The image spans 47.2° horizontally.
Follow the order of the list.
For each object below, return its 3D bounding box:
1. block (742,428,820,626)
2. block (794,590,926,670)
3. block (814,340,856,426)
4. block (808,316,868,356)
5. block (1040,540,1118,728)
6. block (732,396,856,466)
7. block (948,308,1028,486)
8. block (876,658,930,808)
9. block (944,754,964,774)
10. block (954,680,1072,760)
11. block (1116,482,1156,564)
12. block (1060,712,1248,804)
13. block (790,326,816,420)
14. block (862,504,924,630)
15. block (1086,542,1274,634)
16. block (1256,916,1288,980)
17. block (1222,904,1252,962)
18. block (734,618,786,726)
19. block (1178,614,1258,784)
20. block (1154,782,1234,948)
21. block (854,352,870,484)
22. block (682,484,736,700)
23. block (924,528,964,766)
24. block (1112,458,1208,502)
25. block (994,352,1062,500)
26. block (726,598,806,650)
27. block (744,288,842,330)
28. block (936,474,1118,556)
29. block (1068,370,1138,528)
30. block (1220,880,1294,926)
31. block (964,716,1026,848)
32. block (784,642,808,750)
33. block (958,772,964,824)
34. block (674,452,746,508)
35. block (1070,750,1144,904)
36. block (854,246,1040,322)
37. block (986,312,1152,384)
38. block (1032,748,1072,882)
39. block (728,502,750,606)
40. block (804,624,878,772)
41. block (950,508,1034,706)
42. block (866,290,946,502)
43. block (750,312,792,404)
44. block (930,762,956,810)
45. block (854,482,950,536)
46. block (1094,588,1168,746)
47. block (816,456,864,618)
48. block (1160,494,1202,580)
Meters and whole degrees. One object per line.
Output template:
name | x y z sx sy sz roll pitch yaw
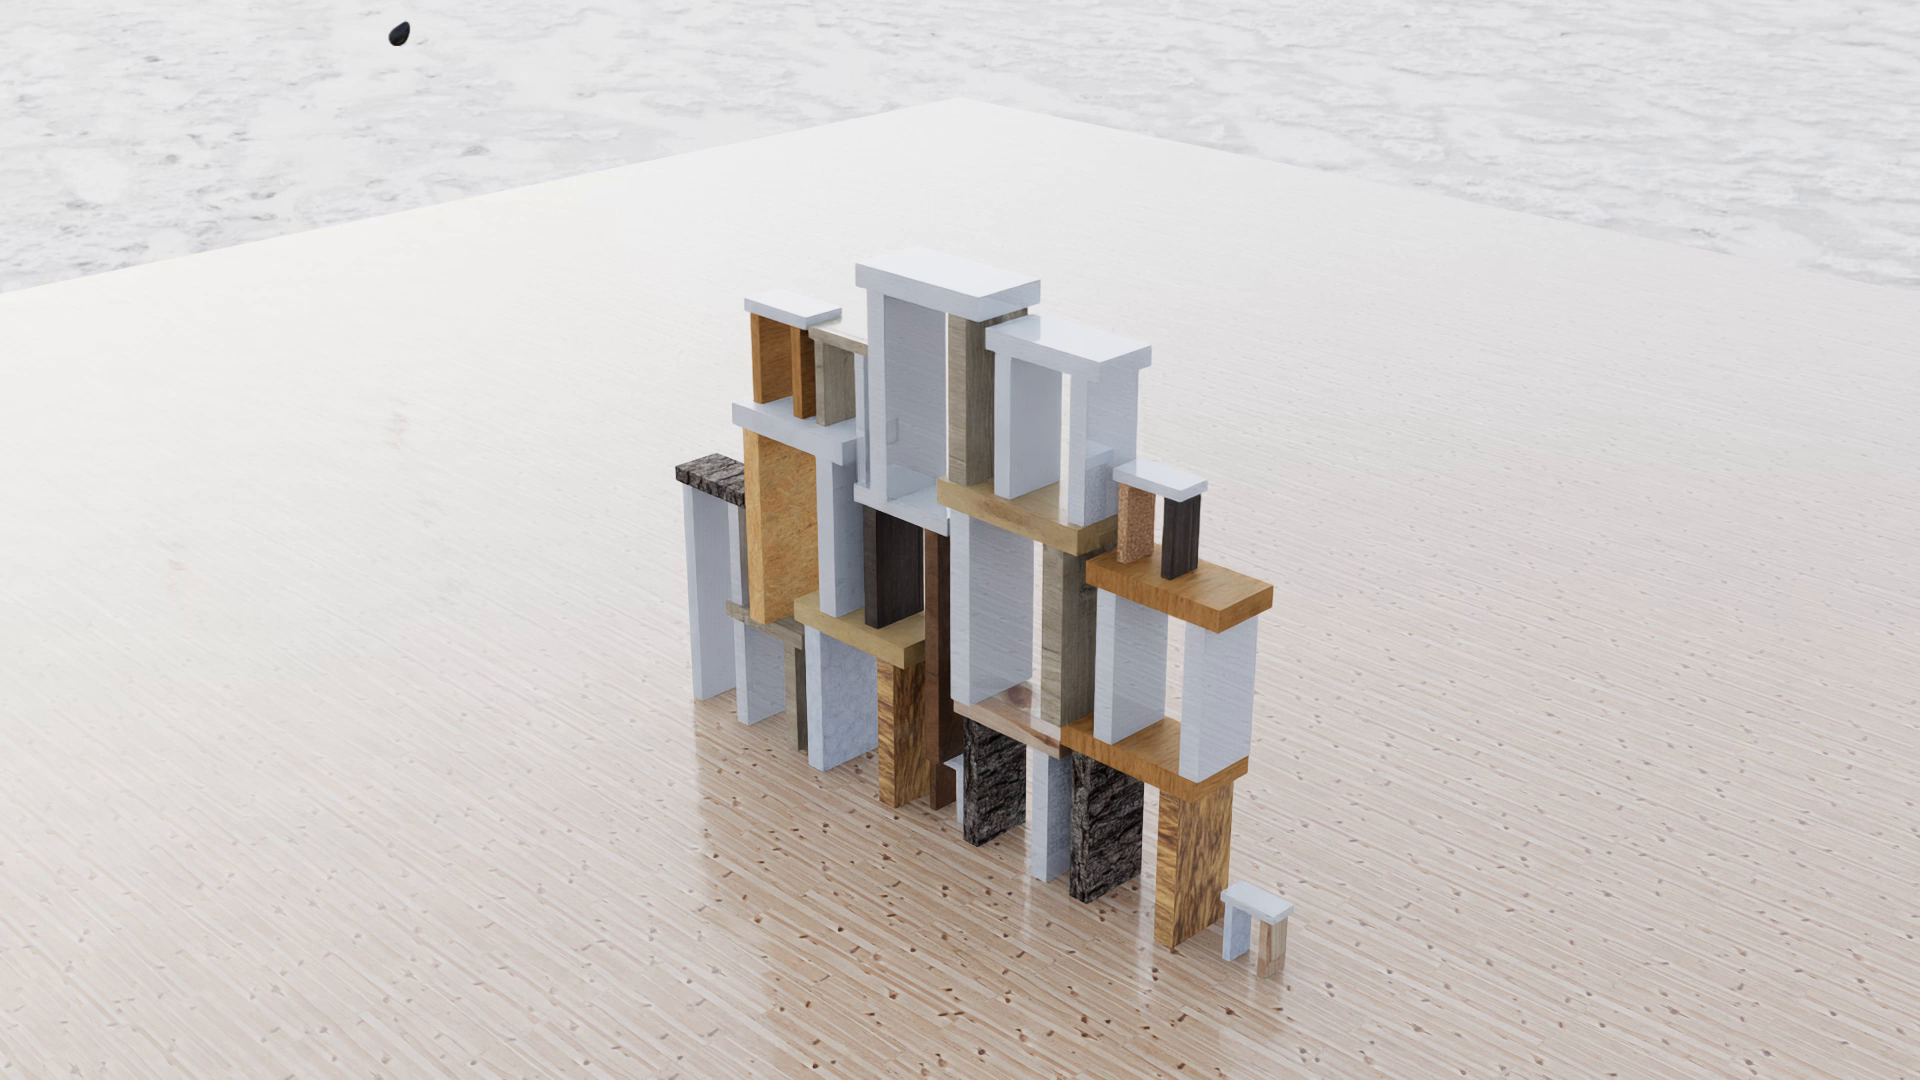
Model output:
block | -0.367 -0.048 4.604 0.169 0.428 0.048 -21 31 -41
block | -0.168 0.166 4.474 0.327 0.046 0.163 21 31 41
block | -0.245 -0.320 4.348 0.088 0.175 0.025 -21 31 -40
block | -0.204 -0.396 4.271 0.088 0.025 0.175 -22 31 -40
block | 0.228 0.151 4.036 0.176 0.353 0.050 -21 31 -41
block | -0.287 -0.236 4.437 0.169 0.048 0.338 -21 31 -40
block | 0.052 -0.274 4.045 0.161 0.322 0.046 -21 31 -40
block | -0.091 0.368 4.476 0.046 0.327 0.163 21 31 41
block | -0.006 0.435 4.416 0.058 0.017 0.117 -21 31 -41
block | 0.135 0.333 4.215 0.277 0.039 0.139 21 31 41
block | 0.311 -0.040 3.870 0.021 0.150 0.075 21 31 40
block | 0.352 0.378 4.009 0.314 0.044 0.157 21 31 41
block | -0.290 -0.344 4.388 0.094 0.189 0.027 -21 31 -40
block | -0.132 0.036 4.388 0.037 0.260 0.130 21 31 41
block | 0.381 0.077 3.843 0.299 0.042 0.149 21 31 40
block | 0.557 0.718 3.917 0.017 0.118 0.059 21 31 41
block | 0.501 0.696 3.968 0.017 0.118 0.059 21 31 41
block | -0.431 0.270 4.808 0.035 0.247 0.124 21 31 41
block | 0.452 0.261 3.845 0.042 0.299 0.149 21 31 40
block | 0.427 0.572 4.011 0.044 0.314 0.157 21 31 41
block | -0.162 -0.247 4.290 0.088 0.264 0.025 -22 31 -41
block | -0.546 0.102 4.863 0.033 0.514 0.116 21 31 41
block | -0.009 0.194 4.322 0.037 0.500 0.130 21 31 41
block | 0.346 -0.105 3.803 0.150 0.021 0.075 21 31 40
block | 0.124 -0.222 3.986 0.136 0.272 0.039 -21 31 -40
block | -0.373 0.163 4.699 0.124 0.035 0.247 -21 31 -41
block | -0.334 -0.461 4.388 0.095 0.027 0.189 -21 31 -40
block | 0.144 -0.067 4.034 0.176 0.050 0.353 -21 31 -40
block | 0.252 -0.172 3.868 0.136 0.272 0.039 -21 31 -40
block | 0.529 0.645 3.917 0.118 0.017 0.059 21 31 41
block | 0.070 0.453 4.337 0.039 0.277 0.139 21 31 41
block | -0.315 0.316 4.700 0.035 0.247 0.124 21 31 41
block | 0.021 0.507 4.416 0.058 0.117 0.017 -21 31 -41
block | -0.492 -0.128 4.706 0.116 0.033 0.231 -21 31 -41
block | 0.279 0.514 4.147 0.044 0.314 0.157 21 31 41
block | -0.024 -0.473 4.044 0.322 0.046 0.161 21 31 41
block | 0.189 -0.340 3.867 0.136 0.039 0.272 -21 31 -41
block | 0.200 0.505 4.217 0.039 0.277 0.139 21 31 41
block | -0.437 0.014 4.707 0.116 0.231 0.033 -21 31 -41
block | -0.245 0.308 4.618 0.046 0.327 0.163 21 31 41
block | 0.062 0.105 4.198 0.050 0.395 0.176 21 31 41
block | -0.100 -0.291 4.203 0.046 0.414 0.161 21 31 41
block | -0.378 -0.379 4.471 0.095 0.189 0.027 -21 31 -40
block | -0.034 0.485 4.467 0.017 0.117 0.058 21 31 41
block | -0.071 -0.077 4.274 0.130 0.037 0.260 -22 31 -41
block | 0.310 0.206 3.974 0.042 0.299 0.149 21 31 41
block | -0.208 -0.028 4.439 0.048 0.337 0.169 21 31 41
block | 0.383 -0.012 3.805 0.021 0.150 0.075 22 31 40
